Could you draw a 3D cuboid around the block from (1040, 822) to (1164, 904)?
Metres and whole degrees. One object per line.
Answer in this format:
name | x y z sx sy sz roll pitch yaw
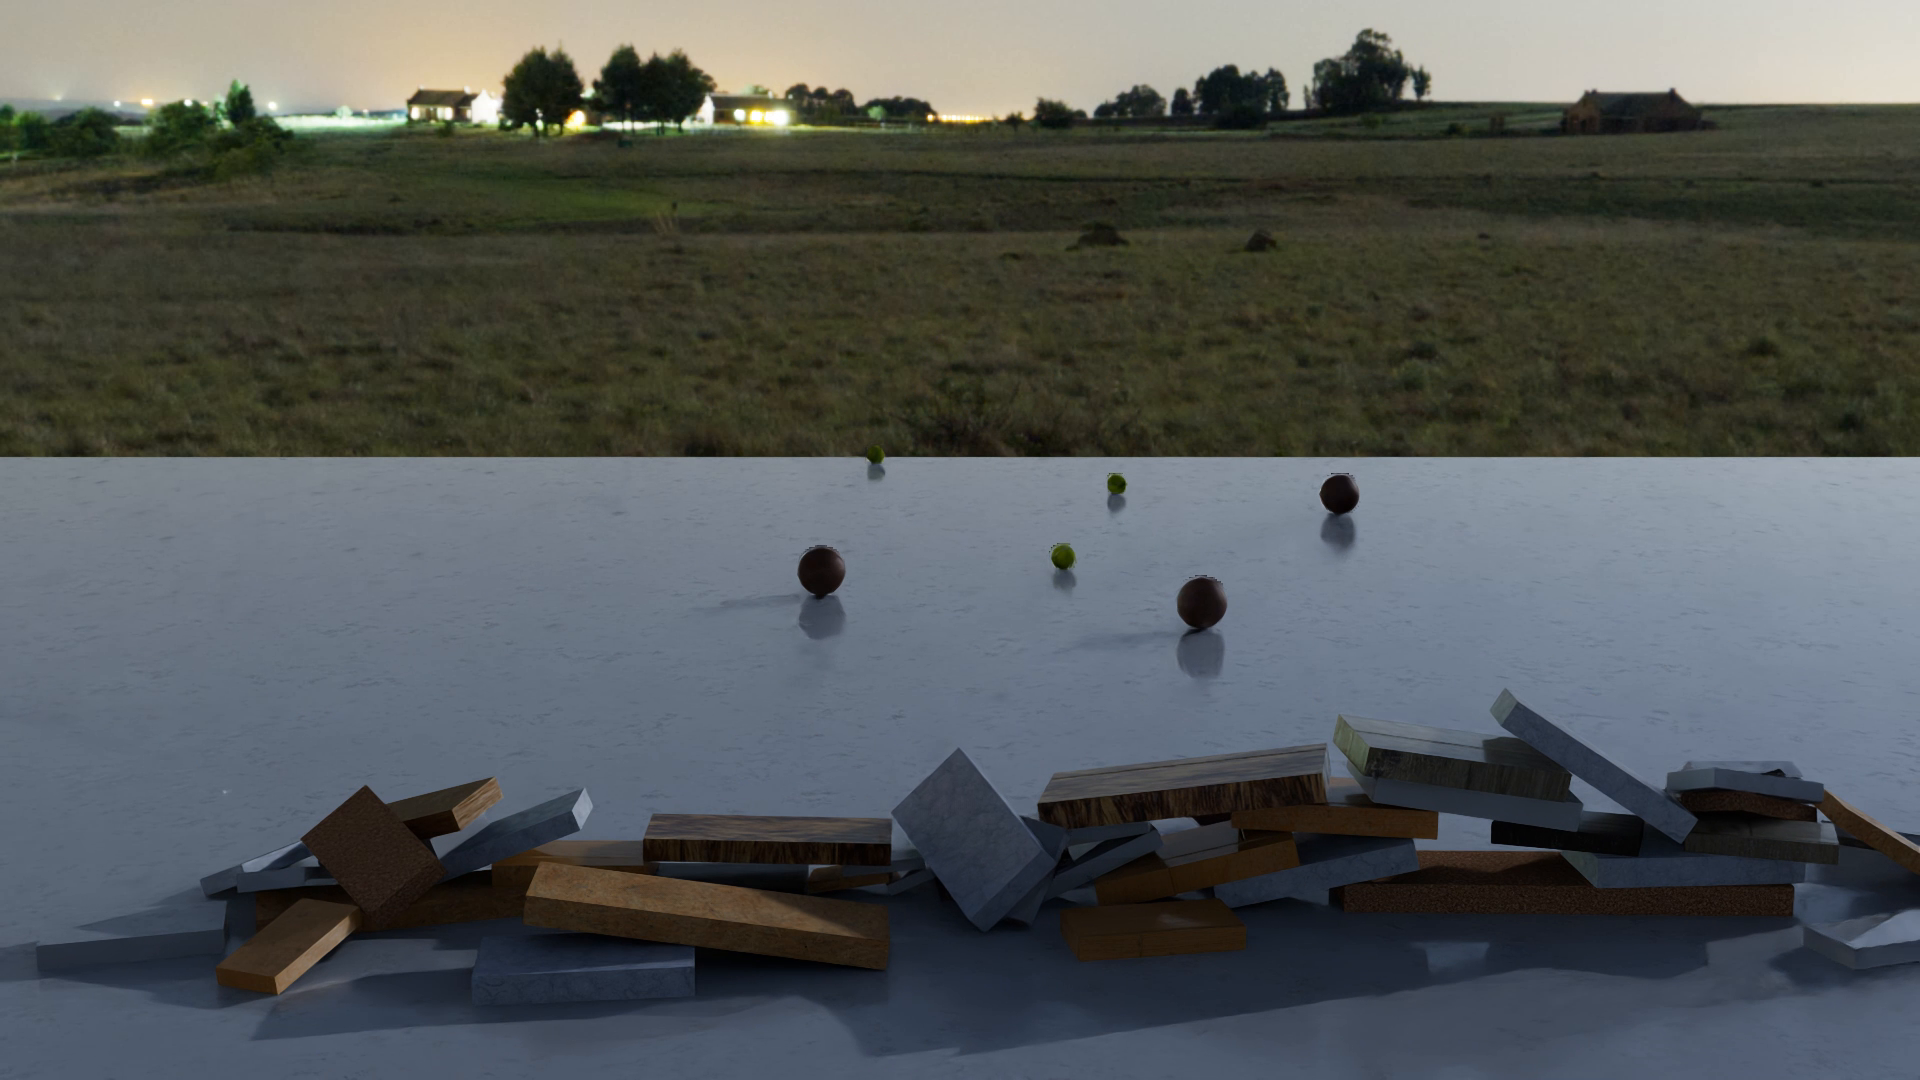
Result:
block | 0.218 0.529 3.660 0.224 0.032 0.112 -24 9 -7

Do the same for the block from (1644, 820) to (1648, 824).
block | 1.348 0.516 3.981 0.229 0.032 0.114 -9 14 -40

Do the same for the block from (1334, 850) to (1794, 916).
block | 0.989 0.568 3.652 0.724 0.049 0.173 0 11 1

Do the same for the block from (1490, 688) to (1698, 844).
block | 1.047 0.371 3.650 0.344 0.049 0.172 34 7 4

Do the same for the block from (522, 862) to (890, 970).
block | -0.384 0.577 3.385 0.549 0.046 0.161 8 9 -4

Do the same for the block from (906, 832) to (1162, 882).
block | 0.134 0.539 3.841 0.434 0.037 0.132 -3 11 -14

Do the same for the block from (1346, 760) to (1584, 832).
block | 0.831 0.405 3.634 0.346 0.049 0.173 9 12 -6

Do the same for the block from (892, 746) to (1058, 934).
block | 0.019 0.487 3.601 0.161 0.046 0.321 -44 36 0

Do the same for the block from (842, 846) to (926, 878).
block | -0.129 0.536 3.673 0.138 0.020 0.069 -5 11 -4

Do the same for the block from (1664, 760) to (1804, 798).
block | 1.346 0.447 3.871 0.265 0.132 0.037 3 43 -30

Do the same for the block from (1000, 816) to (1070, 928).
block | 0.105 0.535 3.554 0.085 0.171 0.024 13 -28 27

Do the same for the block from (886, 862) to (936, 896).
block | -0.058 0.550 3.681 0.138 0.020 0.069 -23 9 -1

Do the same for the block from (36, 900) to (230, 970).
block | -1.287 0.615 3.430 0.270 0.038 0.135 -3 11 -15

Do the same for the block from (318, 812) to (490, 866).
block | -0.940 0.511 3.713 0.270 0.038 0.135 -14 12 31

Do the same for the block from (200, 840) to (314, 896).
block | -1.166 0.545 3.721 0.107 0.030 0.213 -21 -1 29

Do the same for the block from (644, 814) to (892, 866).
block | -0.317 0.500 3.671 0.406 0.038 0.135 1 11 -1

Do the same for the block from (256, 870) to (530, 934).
block | -0.853 0.586 3.586 0.563 0.038 0.135 -3 11 -17

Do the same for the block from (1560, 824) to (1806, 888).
block | 1.194 0.520 3.642 0.346 0.049 0.173 -1 11 -4

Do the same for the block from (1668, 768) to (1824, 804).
block | 1.319 0.416 3.692 0.229 0.032 0.114 9 -13 -20

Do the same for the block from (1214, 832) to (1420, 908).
block | 0.583 0.531 3.647 0.331 0.047 0.166 -13 10 6

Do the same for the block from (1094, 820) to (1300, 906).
block | 0.388 0.529 3.650 0.331 0.047 0.166 -14 10 4

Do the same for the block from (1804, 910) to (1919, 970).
block | 1.445 0.619 3.410 0.233 0.033 0.117 -3 9 -18

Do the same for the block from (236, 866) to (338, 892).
block | -1.090 0.552 3.578 0.107 0.030 0.213 -6 -8 -2

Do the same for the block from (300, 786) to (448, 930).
block | -0.945 0.507 3.538 0.135 0.038 0.270 -41 41 -18

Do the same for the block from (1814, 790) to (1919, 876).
block | 1.563 0.507 3.714 0.229 0.032 0.114 31 11 -3

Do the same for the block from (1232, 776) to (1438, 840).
block | 0.621 0.440 3.657 0.331 0.047 0.166 2 11 8

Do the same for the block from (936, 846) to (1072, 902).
block | 0.069 0.541 3.673 0.224 0.032 0.112 -16 9 -2

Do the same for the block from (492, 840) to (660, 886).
block | -0.635 0.536 3.649 0.257 0.036 0.128 0 11 0

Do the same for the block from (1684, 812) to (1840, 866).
block | 1.307 0.487 3.597 0.233 0.033 0.117 3 11 17

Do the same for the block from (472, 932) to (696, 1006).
block | -0.558 0.637 3.290 0.321 0.046 0.161 -1 11 -7

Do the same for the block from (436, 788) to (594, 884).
block | -0.744 0.490 3.649 0.257 0.036 0.128 -21 10 4

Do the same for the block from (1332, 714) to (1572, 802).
block | 0.803 0.357 3.602 0.344 0.049 0.172 8 12 -9

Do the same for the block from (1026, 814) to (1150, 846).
block | 0.197 0.475 3.663 0.224 0.032 0.112 -10 9 1

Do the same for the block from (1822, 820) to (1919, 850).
block | 1.622 0.527 3.844 0.212 0.024 0.085 6 -14 31

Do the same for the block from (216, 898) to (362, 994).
block | -1.018 0.616 3.344 0.107 0.030 0.213 4 22 20

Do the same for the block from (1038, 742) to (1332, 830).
block | 0.372 0.408 3.631 0.466 0.049 0.172 -8 9 13

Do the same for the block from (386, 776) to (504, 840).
block | -0.912 0.466 3.679 0.270 0.038 0.135 -15 12 24

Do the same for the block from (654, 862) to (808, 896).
block | -0.384 0.575 3.653 0.257 0.036 0.128 0 11 0

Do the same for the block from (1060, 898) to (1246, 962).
block | 0.301 0.611 3.453 0.265 0.037 0.132 -2 11 -11

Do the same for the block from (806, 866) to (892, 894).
block | -0.183 0.563 3.691 0.138 0.020 0.069 -9 10 7

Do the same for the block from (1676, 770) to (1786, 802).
block | 1.325 0.473 3.831 0.229 0.114 0.032 -12 47 -16

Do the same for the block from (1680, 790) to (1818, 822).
block | 1.335 0.456 3.719 0.229 0.032 0.114 14 -16 -37

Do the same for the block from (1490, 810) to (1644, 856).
block | 1.006 0.479 3.640 0.233 0.033 0.117 3 11 21
